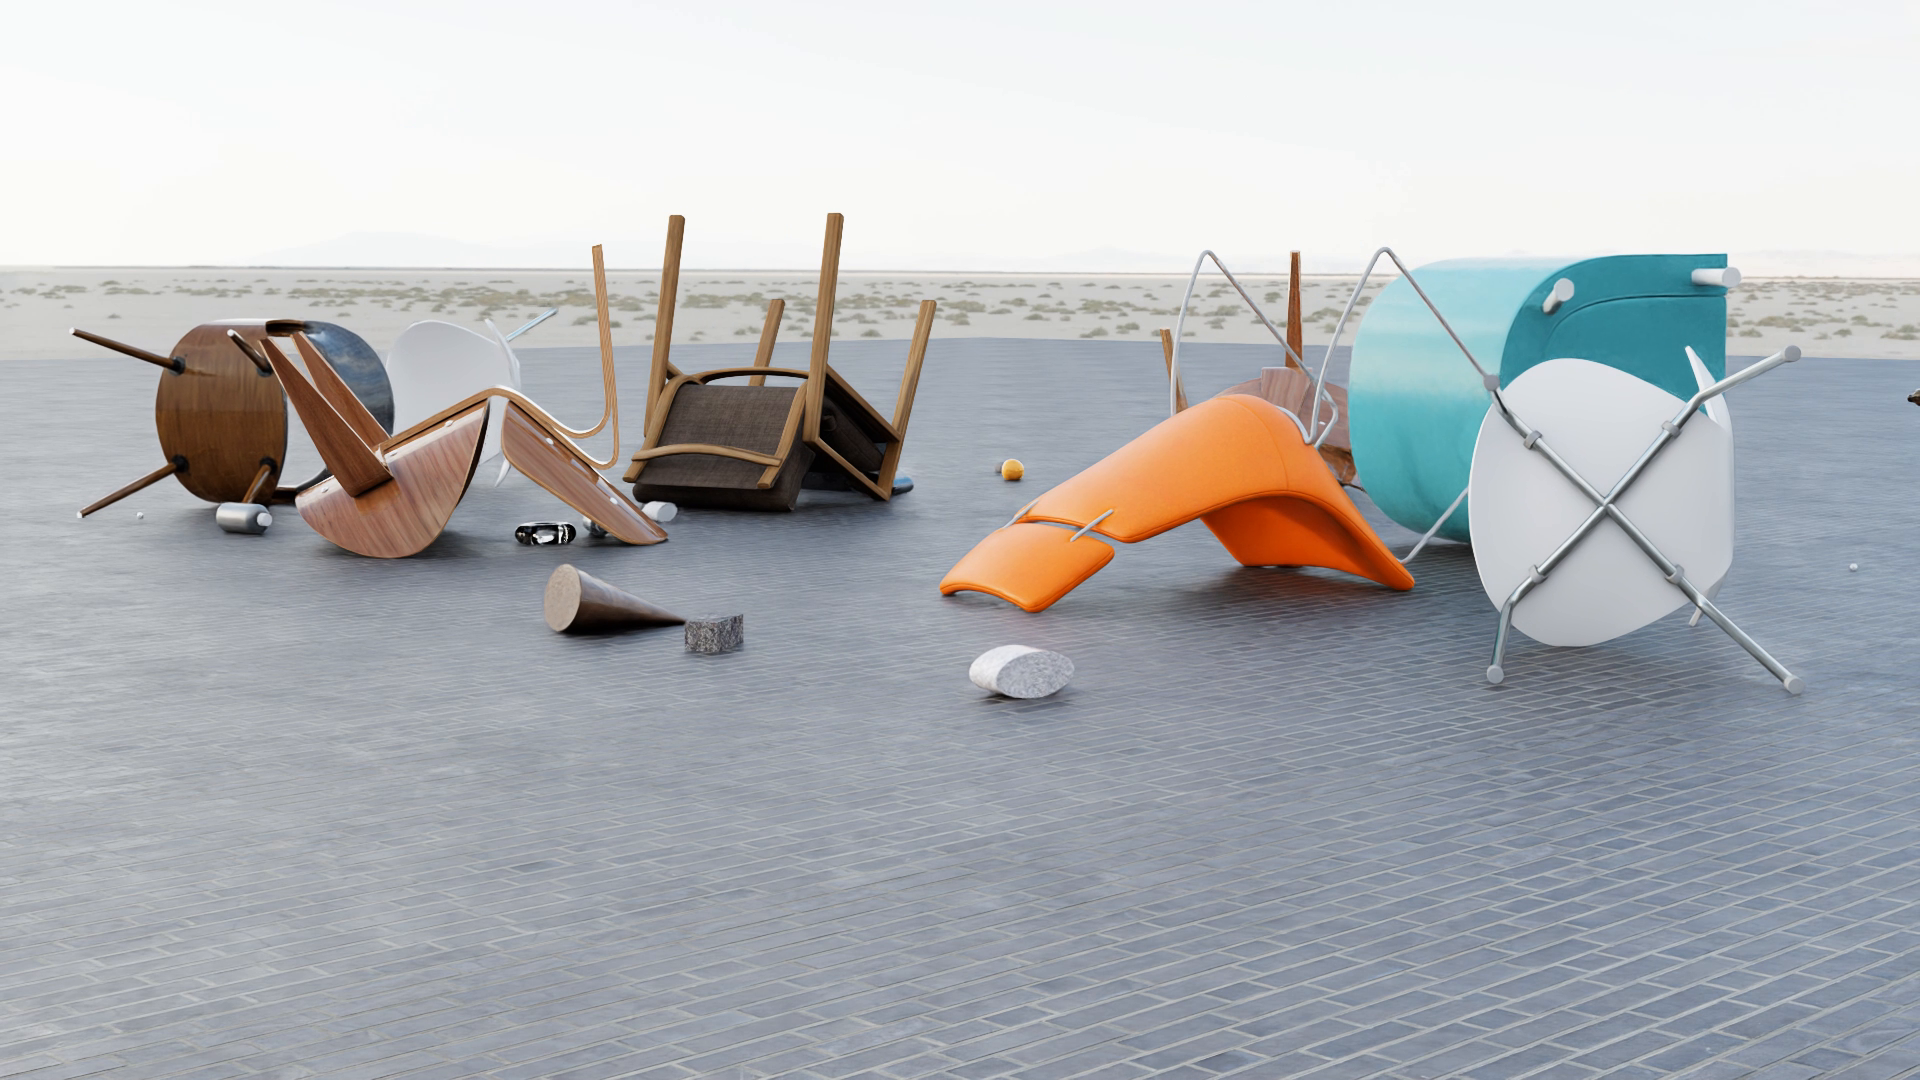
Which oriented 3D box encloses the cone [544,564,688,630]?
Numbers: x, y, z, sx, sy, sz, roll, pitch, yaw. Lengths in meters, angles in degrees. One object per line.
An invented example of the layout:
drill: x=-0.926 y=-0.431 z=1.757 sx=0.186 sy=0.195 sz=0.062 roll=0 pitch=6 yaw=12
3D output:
cone: x=-0.621 y=0.133 z=4.827 sx=0.265 sy=0.125 sz=0.275 roll=12 pitch=-1 yaw=-22

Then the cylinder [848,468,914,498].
cylinder: x=-0.238 y=-0.173 z=7.719 sx=0.155 sy=0.071 sz=0.147 roll=13 pitch=10 yaw=20

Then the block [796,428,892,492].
block: x=-0.362 y=-0.253 z=7.981 sx=0.213 sy=0.181 sz=0.212 roll=4 pitch=7 yaw=33

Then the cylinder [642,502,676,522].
cylinder: x=-0.808 y=-0.075 z=6.892 sx=0.060 sy=0.050 sz=0.075 roll=5 pitch=23 yaw=40

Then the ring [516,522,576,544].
ring: x=-1.023 y=-0.017 z=6.333 sx=0.150 sy=0.050 sz=0.133 roll=0 pitch=5 yaw=5

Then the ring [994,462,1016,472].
ring: x=0.152 y=-0.244 z=8.621 sx=0.072 sy=0.033 sz=0.066 roll=5 pitch=8 yaw=27

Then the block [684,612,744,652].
block: x=-0.438 y=0.164 z=4.571 sx=0.062 sy=0.051 sz=0.118 roll=2 pitch=6 yaw=18

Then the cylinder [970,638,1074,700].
cylinder: x=0.097 y=0.207 z=4.045 sx=0.146 sy=0.073 sz=0.080 roll=-10 pitch=26 yaw=-20
